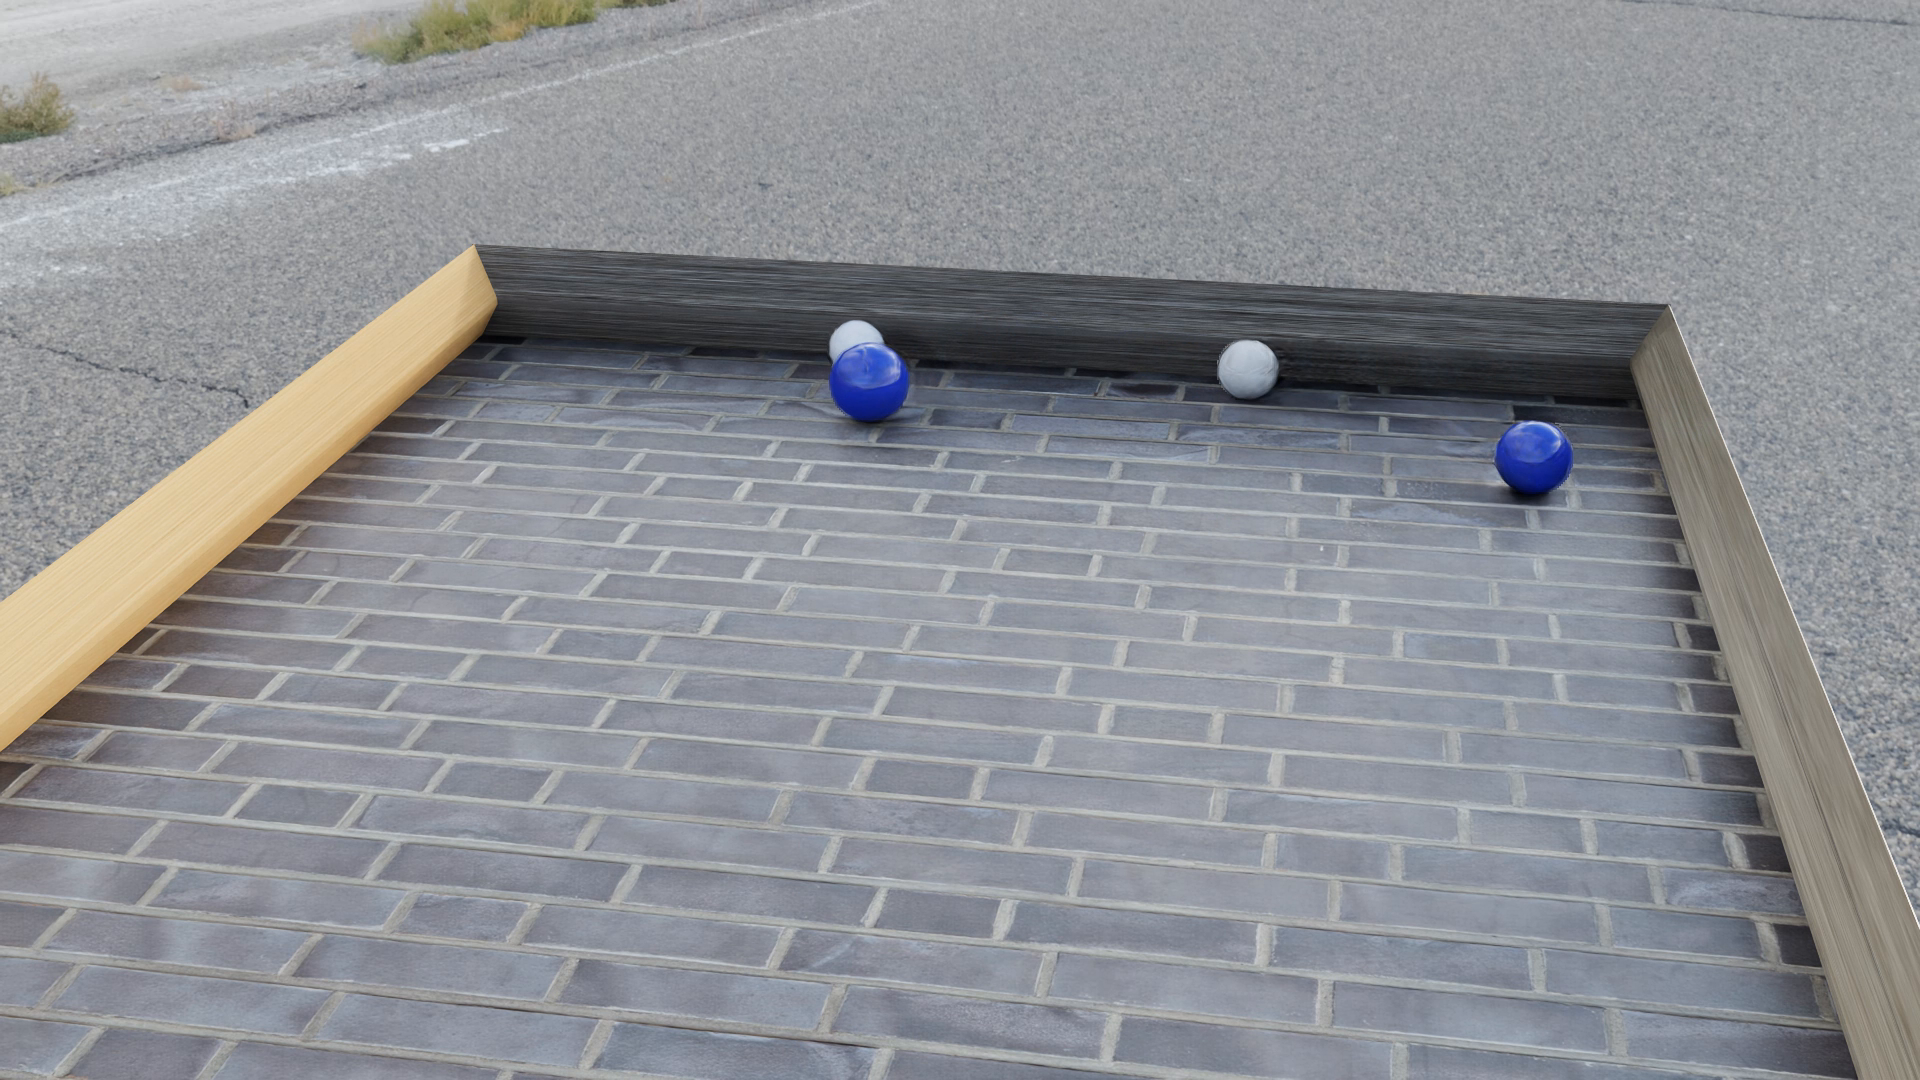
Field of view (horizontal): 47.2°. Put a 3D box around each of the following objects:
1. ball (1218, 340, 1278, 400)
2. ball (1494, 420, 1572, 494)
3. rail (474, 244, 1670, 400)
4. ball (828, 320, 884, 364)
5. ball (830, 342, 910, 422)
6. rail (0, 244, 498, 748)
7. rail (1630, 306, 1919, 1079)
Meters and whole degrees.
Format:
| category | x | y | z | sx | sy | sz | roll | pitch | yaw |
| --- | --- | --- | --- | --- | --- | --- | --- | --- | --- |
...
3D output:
| category | x | y | z | sx | sy | sz | roll | pitch | yaw |
| --- | --- | --- | --- | --- | --- | --- | --- | --- | --- |
| ball | 0.360 | -0.212 | 2.740 | 0.075 | 0.075 | 0.075 | 0 | 24 | 0 |
| ball | 0.641 | -0.093 | 2.461 | 0.083 | 0.083 | 0.083 | 0 | 24 | 0 |
| rail | 0.106 | -0.275 | 2.818 | 1.543 | 0.125 | 0.045 | 4 | 24 | 9 |
| ball | -0.133 | -0.245 | 2.817 | 0.072 | 0.072 | 0.072 | 0 | 24 | 0 |
| ball | -0.109 | -0.192 | 2.667 | 0.096 | 0.096 | 0.096 | 0 | 24 | 0 |
| rail | -0.847 | 0.188 | 1.774 | 0.045 | 0.125 | 2.621 | 4 | 24 | 9 |
| rail | 0.626 | 0.290 | 1.543 | 0.045 | 0.125 | 2.621 | 4 | 24 | 9 |
